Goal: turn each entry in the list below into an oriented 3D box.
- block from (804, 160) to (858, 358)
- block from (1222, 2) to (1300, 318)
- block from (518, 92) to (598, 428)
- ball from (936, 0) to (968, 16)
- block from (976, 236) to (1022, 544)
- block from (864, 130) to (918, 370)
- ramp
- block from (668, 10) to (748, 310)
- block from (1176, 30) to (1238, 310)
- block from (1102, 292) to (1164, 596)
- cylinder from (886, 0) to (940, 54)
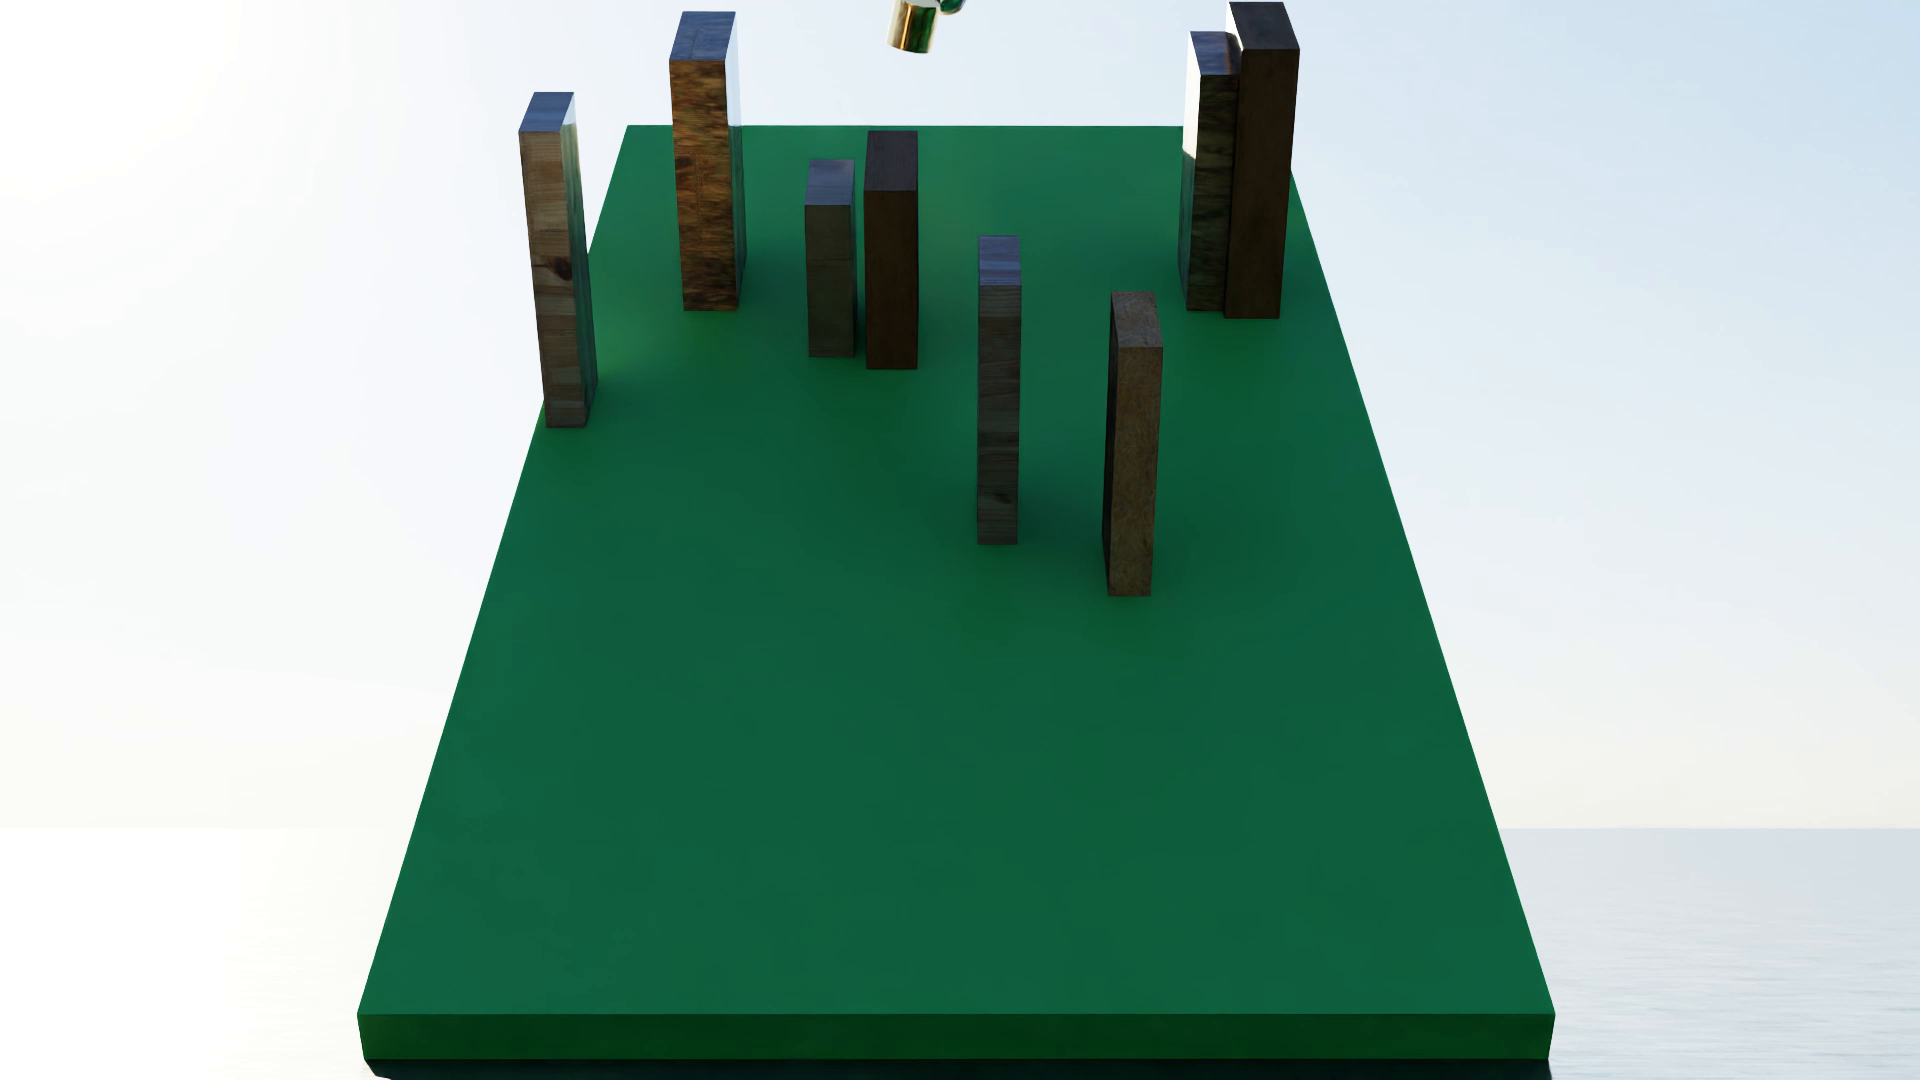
[{"bbox_3d":[-0.323,-0.713,6.143,0.113,0.413,0.290,0,31,0],"label":"block"},{"bbox_3d":[0.759,-0.980,6.287,0.142,0.730,0.357,0,31,0],"label":"block"},{"bbox_3d":[-0.939,-0.652,5.712,0.093,0.751,0.247,0,31,0],"label":"block"},{"bbox_3d":[-0.041,-1.655,7.375,0.134,0.134,0.134,0,-7,0],"label":"ball"},{"bbox_3d":[0.083,-0.323,5.294,0.087,0.626,0.253,0,31,0],"label":"block"},{"bbox_3d":[-0.170,-0.730,6.109,0.126,0.480,0.386,0,31,0],"label":"block"},{"bbox_3d":[-0.014,-0.200,5.792,2.000,0.100,4.000,0,31,0],"label":"ramp"},{"bbox_3d":[-0.651,-0.987,6.335,0.139,0.682,0.371,0,31,0],"label":"block"},{"bbox_3d":[0.649,-0.959,6.332,0.111,0.647,0.320,0,31,0],"label":"block"},{"bbox_3d":[0.361,-0.200,5.127,0.089,0.590,0.260,0,31,0],"label":"block"},{"bbox_3d":[-0.137,-1.515,7.134,0.138,0.138,0.138,11,25,-5],"label":"cylinder"}]
